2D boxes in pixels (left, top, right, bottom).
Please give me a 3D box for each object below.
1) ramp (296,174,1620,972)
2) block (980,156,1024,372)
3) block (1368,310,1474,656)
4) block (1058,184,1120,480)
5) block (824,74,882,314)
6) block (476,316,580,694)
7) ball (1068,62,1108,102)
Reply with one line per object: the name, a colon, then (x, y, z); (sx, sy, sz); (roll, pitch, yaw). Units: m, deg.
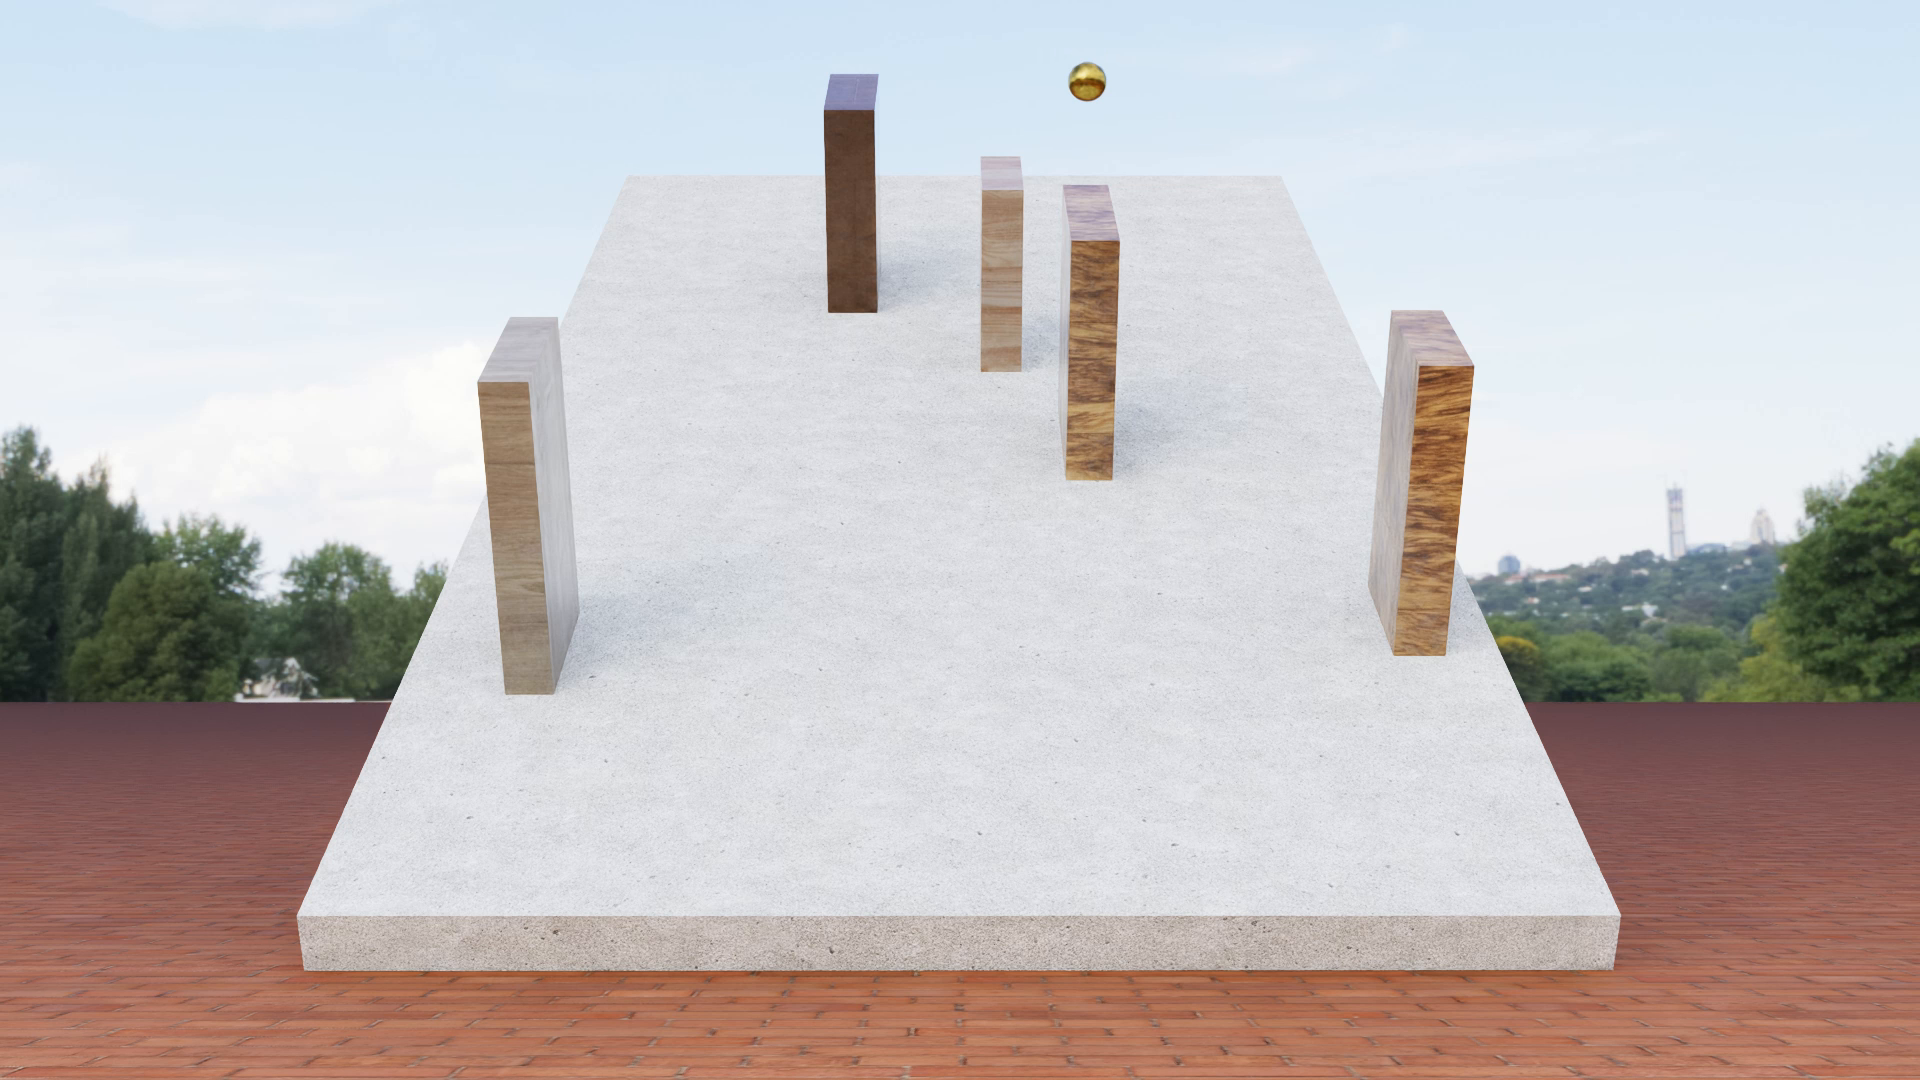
ramp: (-0.009, -0.229, 5.368); (2.000, 0.100, 4.000); (0, 25, 0)
block: (0.098, -0.670, 5.665); (0.098, 0.451, 0.292); (0, 25, 0)
block: (0.845, -0.106, 4.314); (0.096, 0.569, 0.292); (0, 25, 0)
block: (0.278, -0.457, 5.105); (0.101, 0.537, 0.408); (0, 25, 0)
block: (-0.276, -0.902, 6.068); (0.127, 0.530, 0.373); (0, 25, 0)
block: (-0.765, -0.063, 4.181); (0.086, 0.595, 0.325); (0, 25, 0)
ball: (0.378, -1.358, 6.934); (0.116, 0.116, 0.116); (0, -4, 0)
